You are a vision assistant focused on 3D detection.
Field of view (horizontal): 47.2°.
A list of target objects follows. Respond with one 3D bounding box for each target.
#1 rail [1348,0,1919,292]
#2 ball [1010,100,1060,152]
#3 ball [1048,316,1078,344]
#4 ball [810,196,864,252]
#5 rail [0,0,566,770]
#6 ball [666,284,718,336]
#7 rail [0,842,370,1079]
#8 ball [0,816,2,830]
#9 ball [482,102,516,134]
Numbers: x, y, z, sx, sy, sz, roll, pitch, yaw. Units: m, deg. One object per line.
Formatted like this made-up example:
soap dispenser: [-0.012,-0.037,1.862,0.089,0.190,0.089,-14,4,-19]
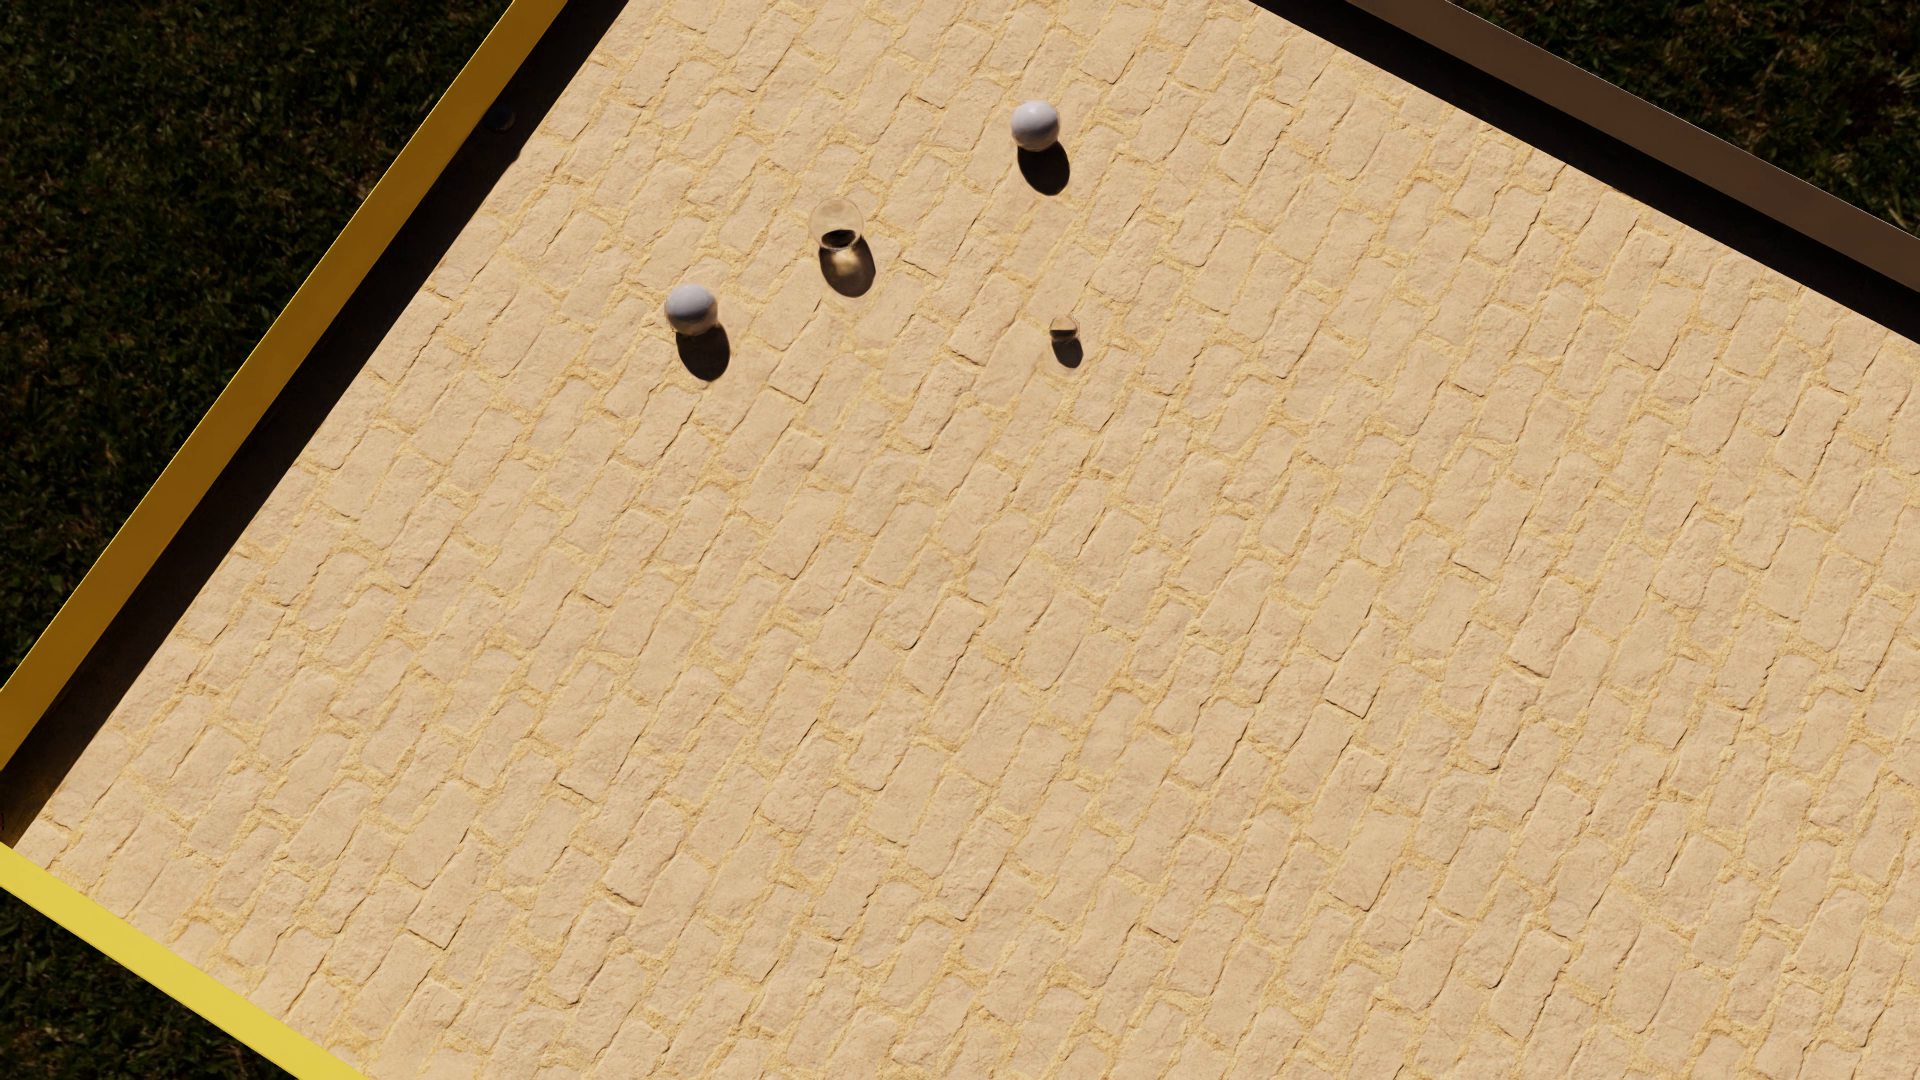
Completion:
rail: [1.514,-0.422,3.493,4.317,0.120,0.045,30,75,9]
ball: [0.123,-0.676,3.593,0.082,0.082,0.082,0,73,0]
ball: [0.165,-0.335,3.505,0.046,0.046,0.046,0,73,0]
ball: [-0.199,-0.508,3.538,0.087,0.087,0.087,0,73,0]
rail: [-0.907,-0.524,3.524,0.045,0.120,2.342,30,75,9]
ball: [-0.426,-0.366,3.496,0.083,0.083,0.083,0,73,0]
rail: [0.341,1.460,2.905,4.317,0.120,0.045,30,75,9]
ball: [-1.449,0.422,3.267,0.049,0.049,0.049,0,73,0]
ball: [-0.757,-0.694,3.614,0.053,0.053,0.053,0,73,0]
